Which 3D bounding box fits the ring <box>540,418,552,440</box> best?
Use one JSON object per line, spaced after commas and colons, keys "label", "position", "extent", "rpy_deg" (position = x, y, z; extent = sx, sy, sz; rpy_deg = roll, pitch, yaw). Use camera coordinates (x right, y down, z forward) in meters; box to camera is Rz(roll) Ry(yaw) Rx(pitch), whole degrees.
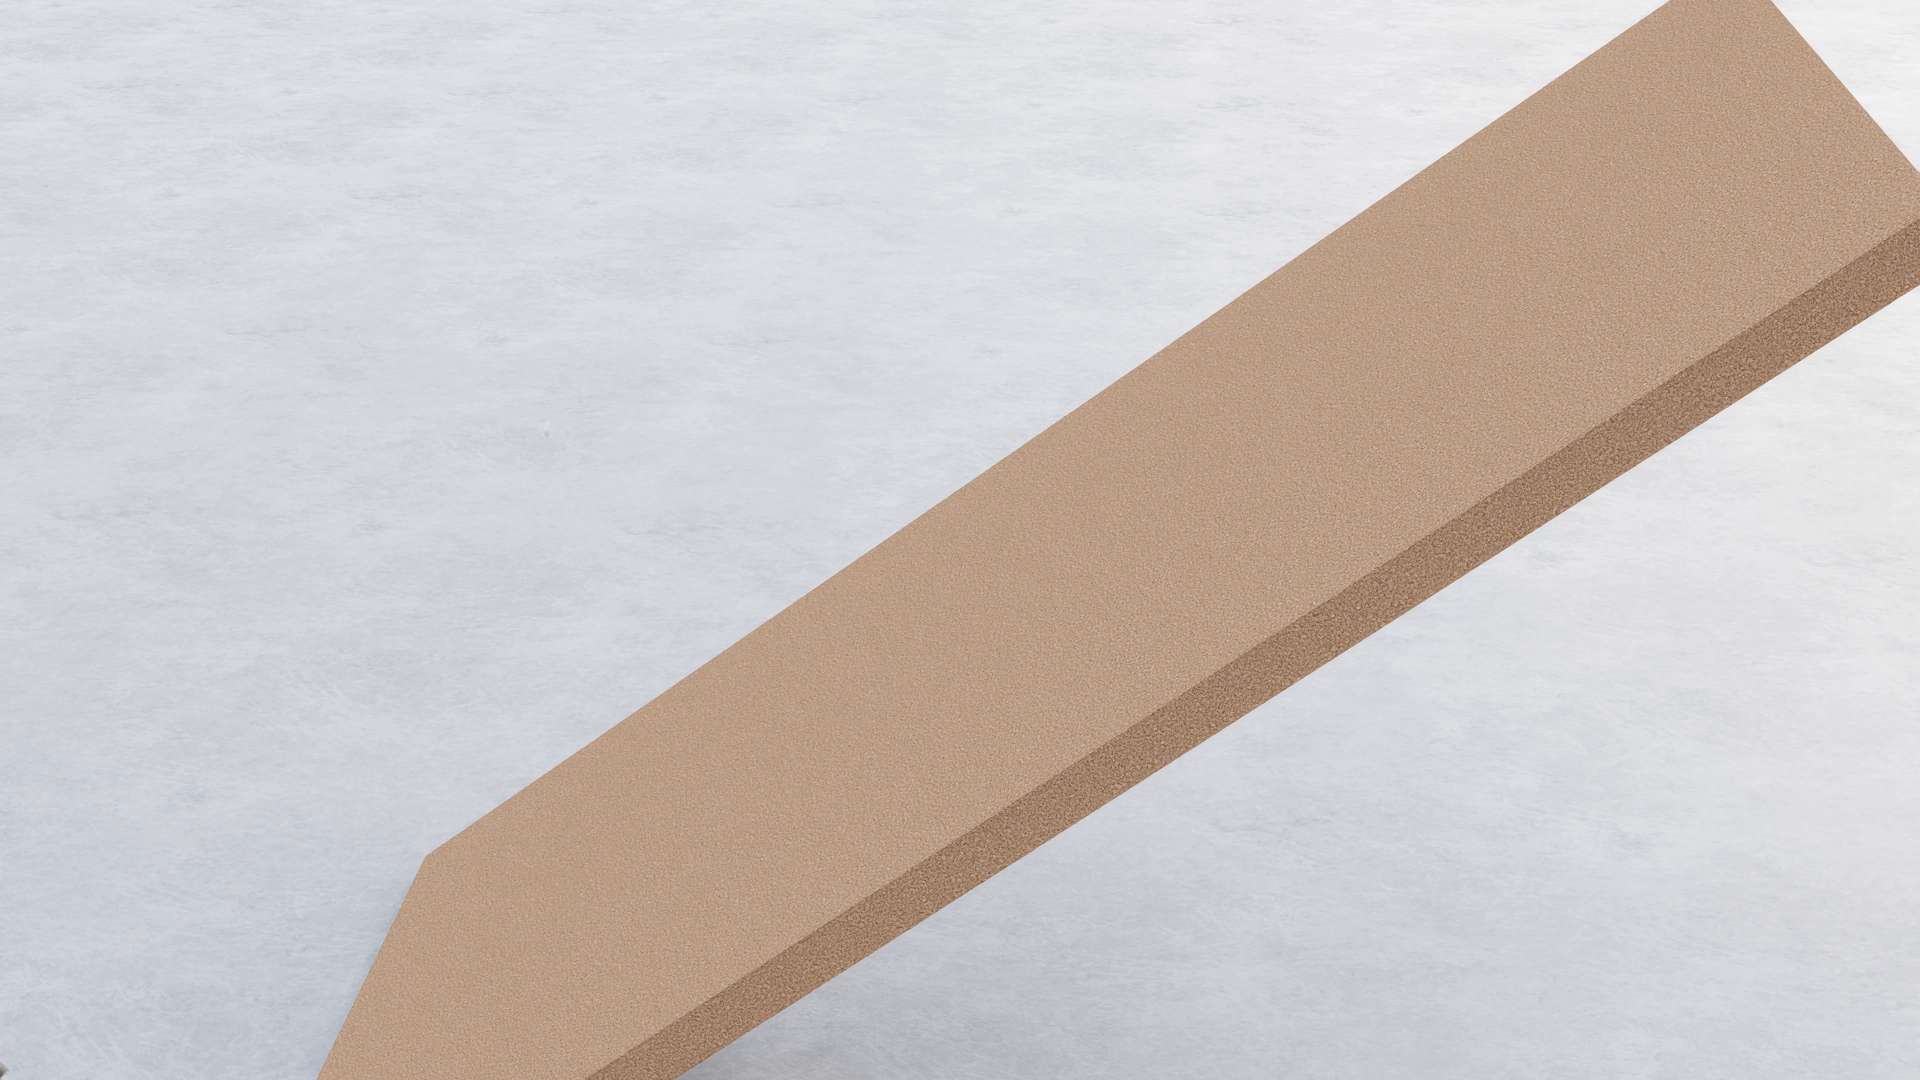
{"label": "ring", "position": [-1.536, -0.412, 10.894], "extent": [0.027, 0.080, 0.080], "rpy_deg": [-16, 27, -24]}

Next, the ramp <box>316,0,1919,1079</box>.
{"label": "ramp", "position": [0.128, 0.179, 6.323], "extent": [4.000, 0.100, 2.000], "rpy_deg": [-34, 16, 17]}

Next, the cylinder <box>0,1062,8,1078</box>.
{"label": "cylinder", "position": [-2.279, 1.247, 6.920], "extent": [0.057, 0.057, 0.057], "rpy_deg": [47, 31, 0]}
